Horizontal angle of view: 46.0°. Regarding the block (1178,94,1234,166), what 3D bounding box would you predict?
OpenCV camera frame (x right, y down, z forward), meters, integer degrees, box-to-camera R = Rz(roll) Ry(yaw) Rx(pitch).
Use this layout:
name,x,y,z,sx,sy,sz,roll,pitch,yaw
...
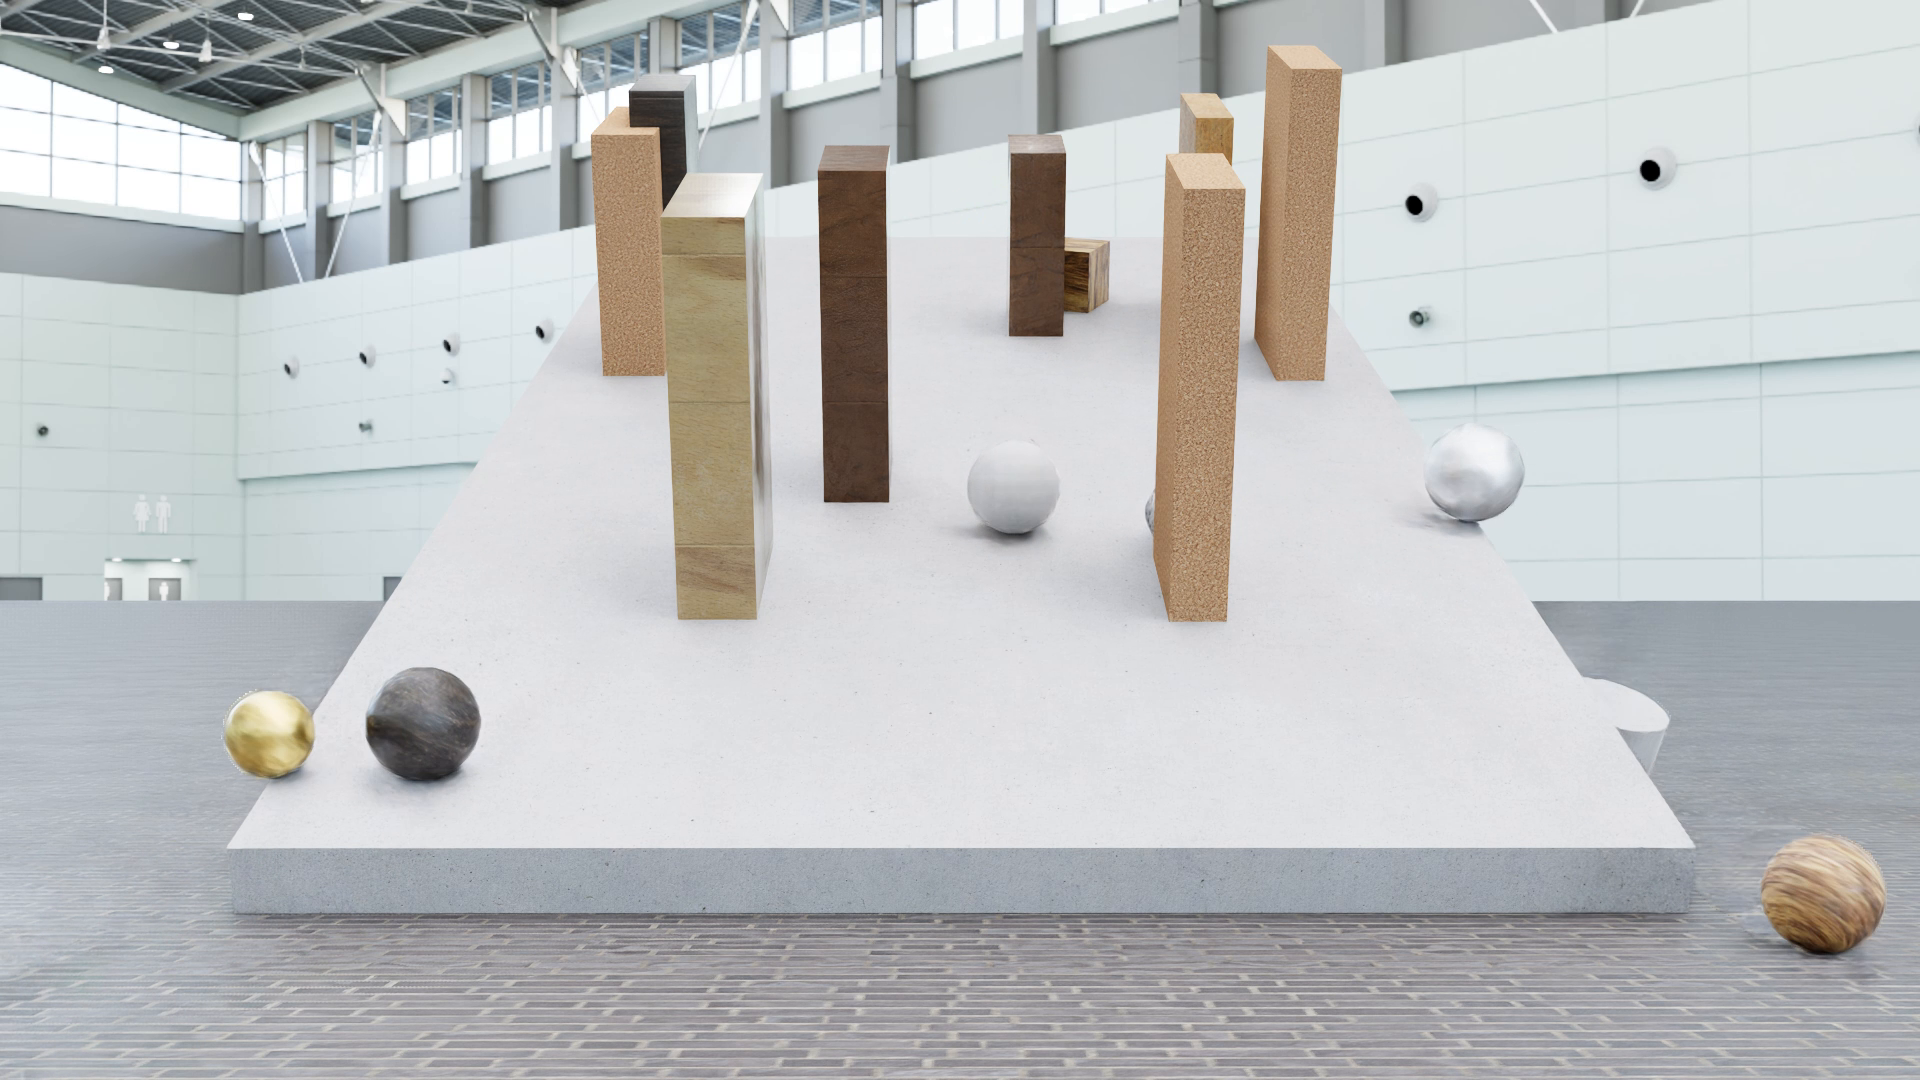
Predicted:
name,x,y,z,sx,sy,sz,roll,pitch,yaw
block,0.622,-0.839,5.799,0.092,0.550,0.406,0,20,0

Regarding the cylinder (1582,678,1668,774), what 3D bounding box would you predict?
name,x,y,z,sx,sy,sz,roll,pitch,yaw
cylinder,1.231,0.405,4.353,0.204,0.204,0.204,11,24,-5

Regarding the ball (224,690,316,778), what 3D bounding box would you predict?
name,x,y,z,sx,sy,sz,roll,pitch,yaw
ball,-0.999,0.281,3.270,0.127,0.127,0.127,0,-1,0

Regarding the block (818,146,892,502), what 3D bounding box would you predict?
name,x,y,z,sx,sy,sz,roll,pitch,yaw
block,-0.204,-0.431,4.486,0.129,0.657,0.281,0,20,0

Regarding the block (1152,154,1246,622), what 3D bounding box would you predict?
name,x,y,z,sx,sy,sz,roll,pitch,yaw
block,0.407,-0.266,3.893,0.099,0.744,0.326,0,20,0

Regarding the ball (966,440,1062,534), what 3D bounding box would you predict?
name,x,y,z,sx,sy,sz,roll,pitch,yaw
ball,0.102,-0.101,4.274,0.178,0.178,0.178,0,-1,0

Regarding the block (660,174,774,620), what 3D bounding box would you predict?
name,x,y,z,sx,sy,sz,roll,pitch,yaw
block,-0.416,-0.256,3.935,0.135,0.696,0.386,0,20,0

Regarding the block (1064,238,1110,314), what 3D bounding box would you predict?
name,x,y,z,sx,sy,sz,roll,pitch,yaw
block,0.294,-0.707,6.009,0.161,0.161,0.161,8,21,22

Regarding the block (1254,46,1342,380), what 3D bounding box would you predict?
name,x,y,z,sx,sy,sz,roll,pitch,yaw
block,0.800,-0.785,5.387,0.114,0.725,0.411,0,20,0

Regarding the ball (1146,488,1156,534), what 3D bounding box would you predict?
name,x,y,z,sx,sy,sz,roll,pitch,yaw
ball,0.409,-0.051,4.210,0.127,0.127,0.127,0,-1,0

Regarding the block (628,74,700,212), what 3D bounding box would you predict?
name,x,y,z,sx,sy,sz,roll,pitch,yaw
block,-0.704,-0.776,5.462,0.129,0.654,0.272,0,20,0

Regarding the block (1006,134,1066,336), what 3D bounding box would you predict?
name,x,y,z,sx,sy,sz,roll,pitch,yaw
block,0.192,-0.778,5.758,0.137,0.463,0.279,0,20,0

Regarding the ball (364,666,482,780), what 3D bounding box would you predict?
name,x,y,z,sx,sy,sz,roll,pitch,yaw
ball,-0.775,0.265,3.261,0.164,0.164,0.164,0,-1,0

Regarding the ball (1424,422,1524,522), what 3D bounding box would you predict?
name,x,y,z,sx,sy,sz,roll,pitch,yaw
ball,0.987,-0.130,4.343,0.190,0.190,0.190,0,-1,0

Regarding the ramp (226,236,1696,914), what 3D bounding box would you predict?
name,x,y,z,sx,sy,sz,roll,pitch,yaw
ramp,-0.005,-0.203,4.976,2.000,0.100,4.000,0,20,0

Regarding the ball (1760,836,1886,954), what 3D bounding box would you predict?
name,x,y,z,sx,sy,sz,roll,pitch,yaw
ball,1.056,0.433,2.766,0.143,0.143,0.143,0,-1,0

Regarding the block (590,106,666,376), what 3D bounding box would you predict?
name,x,y,z,sx,sy,sz,roll,pitch,yaw
block,-0.772,-0.728,5.451,0.145,0.570,0.426,0,20,0
